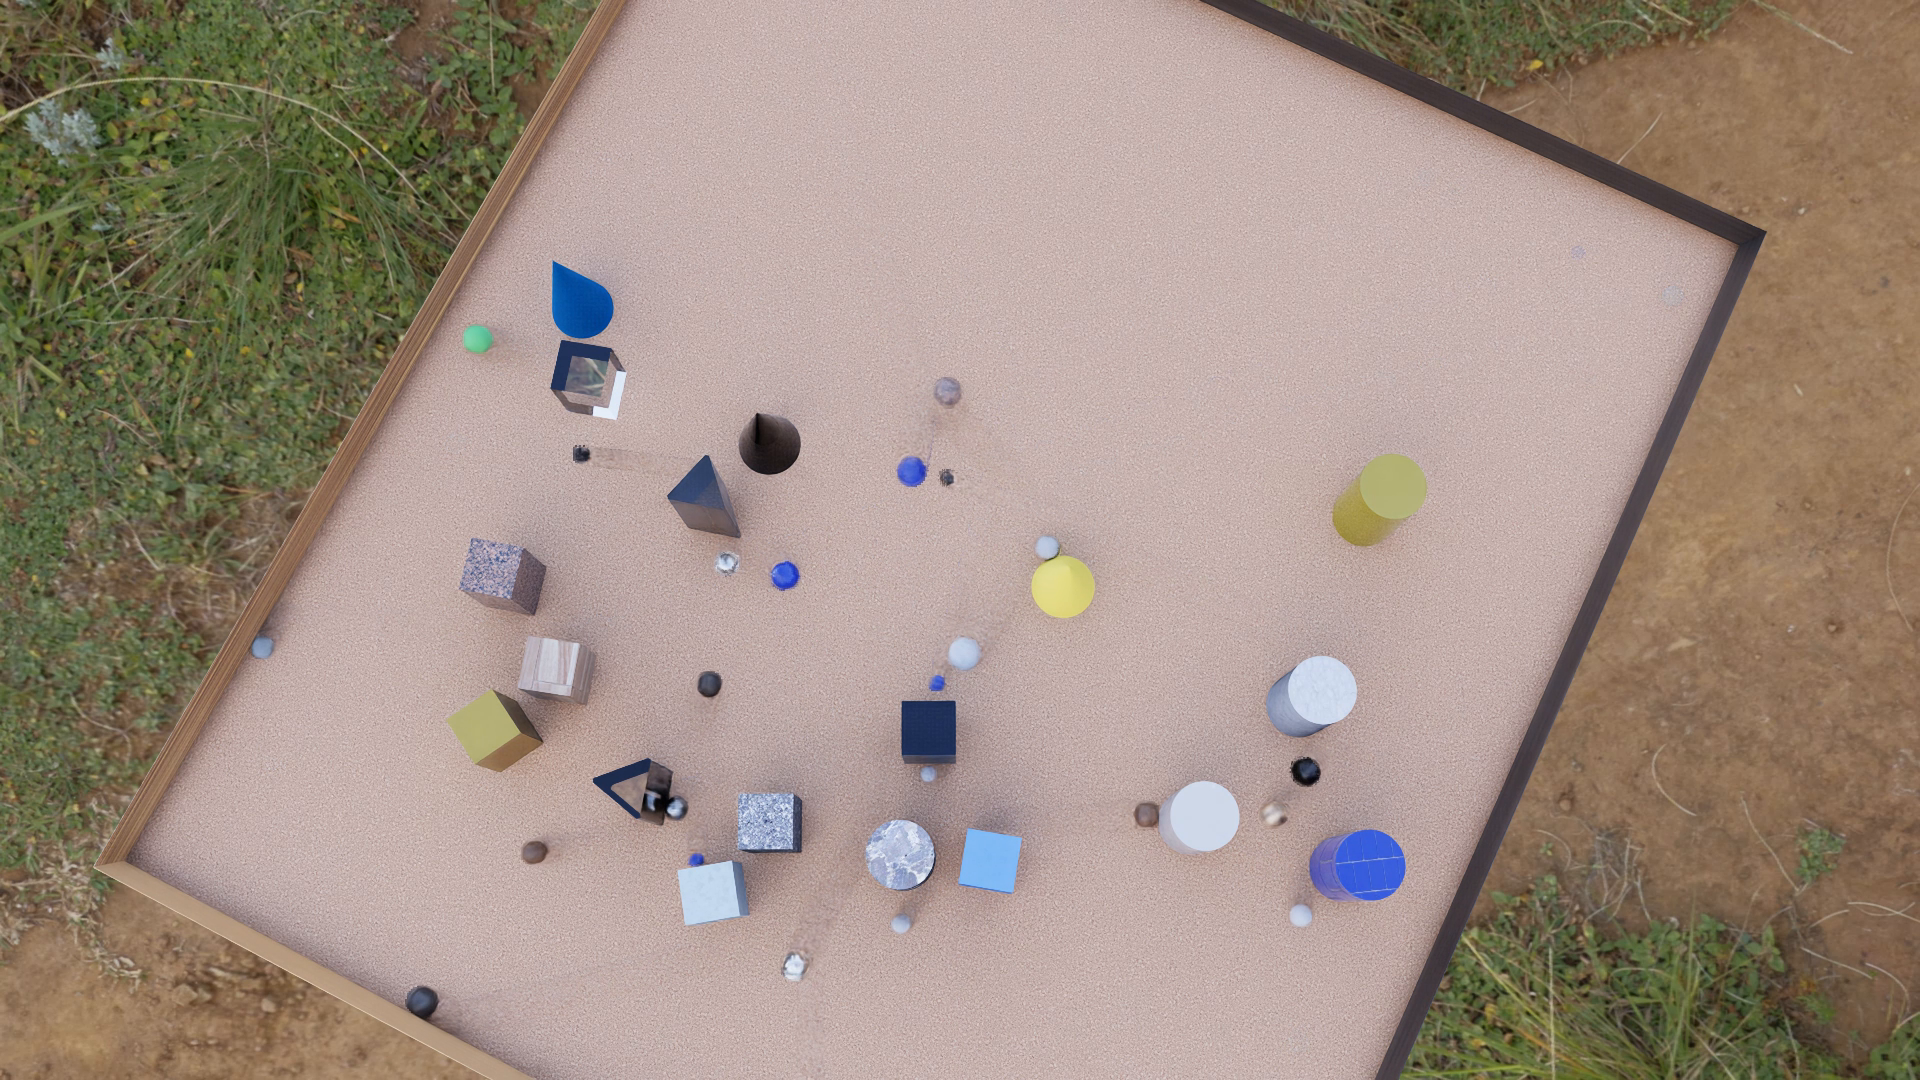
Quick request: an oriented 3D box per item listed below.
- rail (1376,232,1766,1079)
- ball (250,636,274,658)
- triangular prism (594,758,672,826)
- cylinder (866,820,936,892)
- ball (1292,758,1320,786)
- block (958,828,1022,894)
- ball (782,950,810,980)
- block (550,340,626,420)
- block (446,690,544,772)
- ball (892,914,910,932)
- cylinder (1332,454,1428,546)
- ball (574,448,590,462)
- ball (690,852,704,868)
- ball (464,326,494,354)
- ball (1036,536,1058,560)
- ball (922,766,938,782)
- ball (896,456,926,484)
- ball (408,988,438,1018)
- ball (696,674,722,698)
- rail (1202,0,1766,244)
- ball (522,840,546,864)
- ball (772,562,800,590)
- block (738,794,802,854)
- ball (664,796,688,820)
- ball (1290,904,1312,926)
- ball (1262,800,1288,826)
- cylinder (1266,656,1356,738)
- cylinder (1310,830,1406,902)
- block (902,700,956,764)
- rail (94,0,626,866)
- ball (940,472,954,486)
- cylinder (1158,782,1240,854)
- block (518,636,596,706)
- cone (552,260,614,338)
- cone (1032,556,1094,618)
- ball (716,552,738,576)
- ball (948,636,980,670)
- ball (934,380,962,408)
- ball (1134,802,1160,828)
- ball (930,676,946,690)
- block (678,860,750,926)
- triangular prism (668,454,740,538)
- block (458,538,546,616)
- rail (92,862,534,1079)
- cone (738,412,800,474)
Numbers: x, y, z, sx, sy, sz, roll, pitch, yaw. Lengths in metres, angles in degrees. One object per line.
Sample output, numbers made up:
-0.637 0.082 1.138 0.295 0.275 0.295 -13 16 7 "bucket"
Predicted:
1.595 0.787 5.389 0.045 0.125 3.979 26 80 5 "rail"
-2.099 0.321 5.516 0.066 0.066 0.066 0 78 0 "ball"
-0.905 0.701 5.263 0.167 0.409 0.145 39 81 7 "triangular prism"
-0.168 0.910 5.274 0.193 0.301 0.193 0 78 0 "cylinder"
1.027 0.686 5.432 0.084 0.084 0.084 0 78 0 "ball"
0.085 0.928 5.284 0.154 0.275 0.154 9 78 2 "block"
-0.475 1.233 5.319 0.082 0.082 0.082 0 78 0 "ball"
-1.131 -0.487 5.589 0.154 0.251 0.154 10 78 2 "block"
-1.353 0.559 5.348 0.154 0.300 0.154 -35 80 -7 "block"
-0.170 1.121 5.357 0.054 0.054 0.054 0 78 0 "ball"
1.241 -0.114 5.439 0.193 0.394 0.193 0 78 0 "cylinder"
-1.164 -0.262 5.646 0.048 0.048 0.048 0 78 0 "ball"
-0.775 0.945 5.398 0.045 0.045 0.045 0 78 0 "ball"
-1.497 -0.623 5.701 0.087 0.087 0.087 0 78 0 "ball"
0.264 0.024 5.575 0.071 0.071 0.071 0 78 0 "ball"
-0.091 0.696 5.448 0.047 0.047 0.047 0 78 0 "ball"
-0.150 -0.213 5.616 0.088 0.088 0.088 0 78 0 "ball"
-1.551 1.337 5.297 0.085 0.085 0.085 0 78 0 "ball"
-0.752 0.435 5.489 0.073 0.073 0.073 0 78 0 "ball"
0.879 -1.715 5.906 3.613 0.125 0.045 26 80 5 "rail"
-1.251 0.919 5.391 0.068 0.068 0.068 0 78 0 "ball"
-0.529 0.107 5.551 0.084 0.084 0.084 0 78 0 "ball"
-0.546 0.821 5.295 0.154 0.297 0.154 0 78 0 "block"
-0.838 0.791 5.417 0.070 0.070 0.070 0 78 0 "ball"
0.996 1.096 5.357 0.065 0.065 0.065 0 78 0 "ball"
0.930 0.808 5.410 0.078 0.078 0.078 0 78 0 "ball"
1.018 0.459 5.328 0.193 0.378 0.193 0 78 0 "cylinder"
1.128 0.932 5.224 0.193 0.391 0.193 0 78 0 "cylinder"
-0.089 0.564 5.349 0.154 0.296 0.154 0 78 0 "block"
-1.595 -0.774 5.712 0.045 0.125 3.979 26 80 5 "rail"
-0.040 -0.189 5.634 0.042 0.042 0.042 0 78 0 "ball"
0.683 0.804 5.278 0.193 0.336 0.193 0 78 0 "cylinder"
-1.188 0.388 5.412 0.154 0.242 0.154 8 78 2 "block"
-1.187 -0.770 5.552 0.193 0.438 0.193 0 78 0 "cone"
0.315 0.109 5.428 0.193 0.326 0.193 0 78 0 "cone"
-0.708 0.074 5.566 0.069 0.069 0.069 0 78 0 "ball"
0.014 0.339 5.497 0.096 0.096 0.096 0 78 0 "ball"
-0.039 -0.454 5.667 0.086 0.086 0.086 0 78 0 "ball"
0.551 0.812 5.410 0.075 0.075 0.075 0 78 0 "ball"
-0.066 0.429 5.505 0.044 0.044 0.044 0 78 0 "ball"
-0.708 1.019 5.281 0.154 0.245 0.154 -10 78 -2 "block"
-0.740 -0.134 5.440 0.167 0.401 0.145 11 79 2 "triangular prism"
-1.353 0.112 5.437 0.154 0.305 0.154 11 79 2 "block"
-0.879 1.728 5.194 3.613 0.125 0.045 26 80 5 "rail"
-0.589 -0.333 5.498 0.193 0.367 0.193 0 78 0 "cone"
